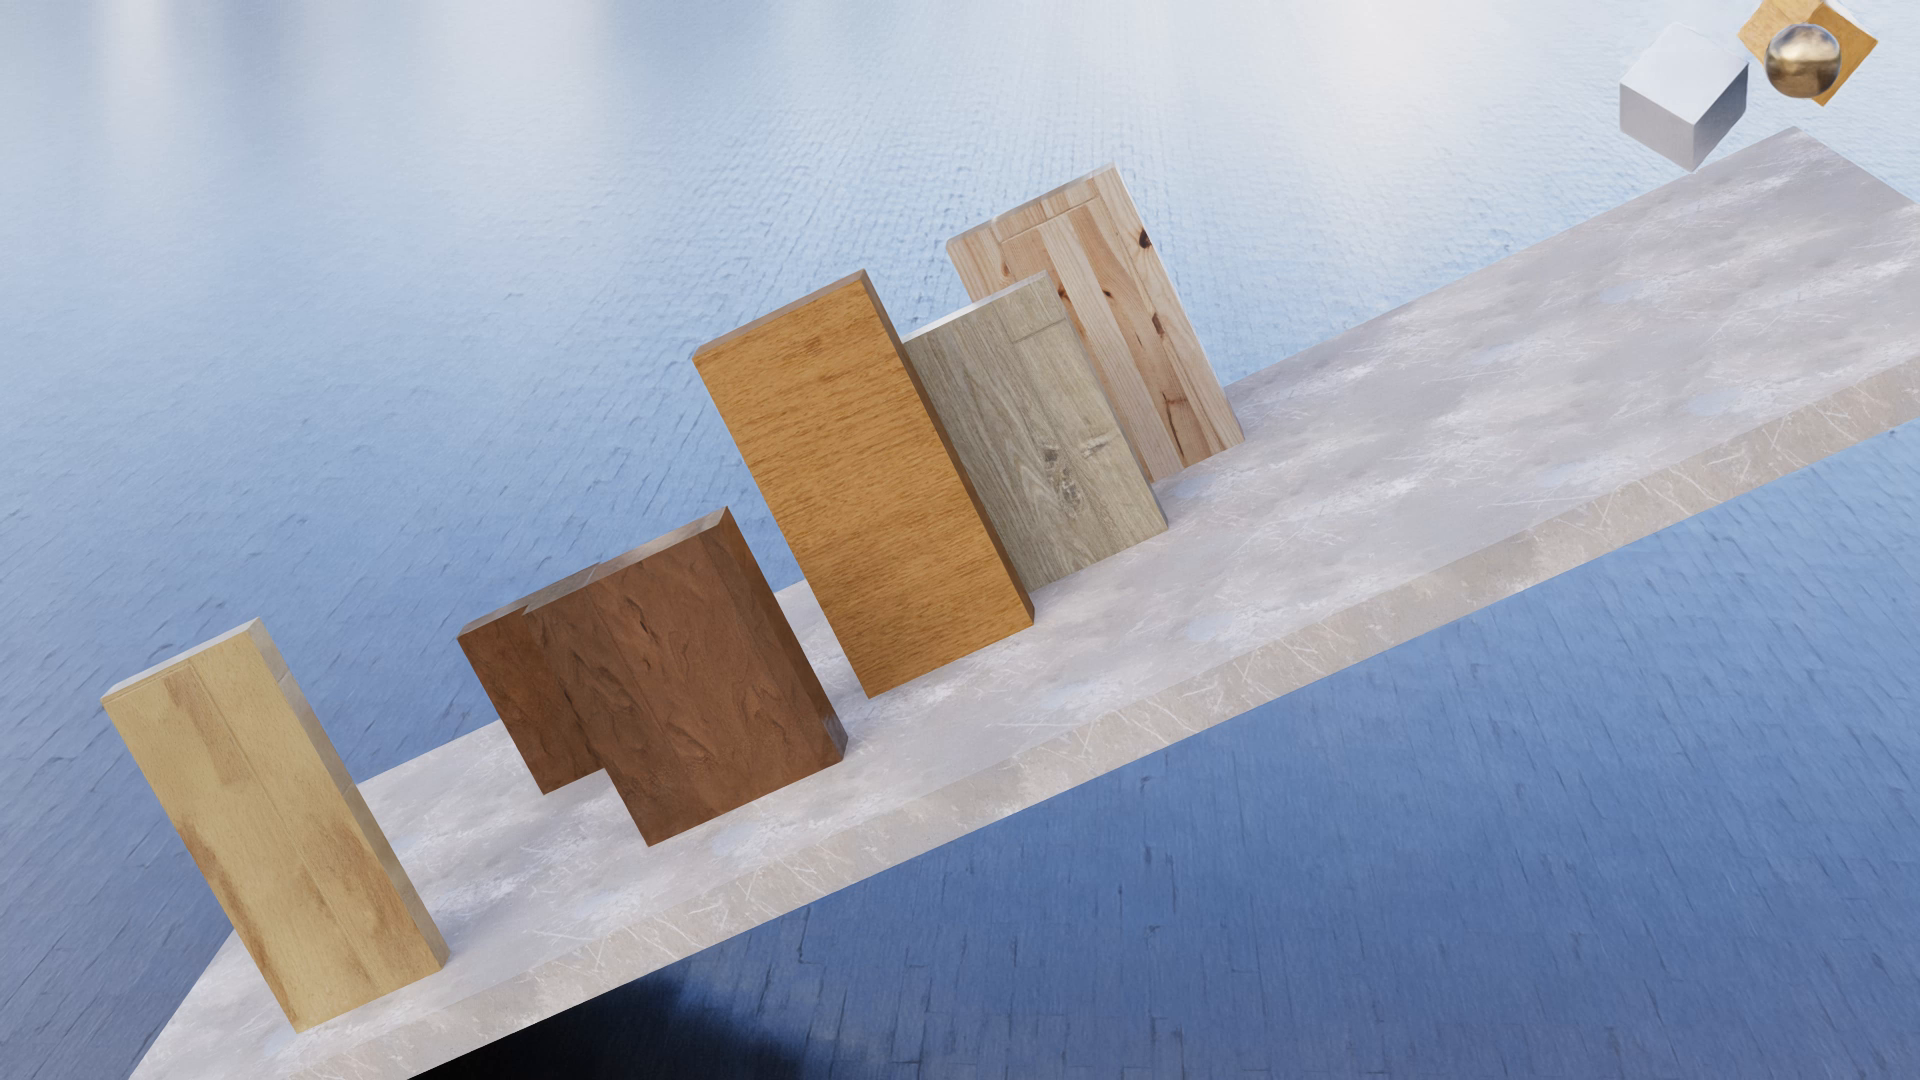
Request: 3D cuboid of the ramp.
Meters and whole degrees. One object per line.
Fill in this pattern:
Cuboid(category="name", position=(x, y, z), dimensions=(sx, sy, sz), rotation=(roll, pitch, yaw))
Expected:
Cuboid(category="ramp", position=(0.137, 0.168, 6.281), dimensions=(4.000, 0.100, 2.000), rotation=(-25, 13, 9))

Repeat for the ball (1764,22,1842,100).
Cuboid(category="ball", position=(1.616, -0.918, 5.639), dimensions=(0.145, 0.145, 0.145), rotation=(0, 16, 0))

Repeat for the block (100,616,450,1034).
Cuboid(category="block", position=(-1.322, 0.559, 5.703), dimensions=(0.328, 0.768, 0.084), rotation=(-25, 13, 9))

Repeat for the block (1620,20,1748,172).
Cuboid(category="block", position=(1.514, -0.928, 6.157), dimensions=(0.186, 0.186, 0.186), rotation=(37, 78, 25))

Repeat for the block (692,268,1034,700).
Cuboid(category="block", position=(-0.191, -0.110, 6.010), dimensions=(0.378, 0.797, 0.115), rotation=(-25, 13, 9))

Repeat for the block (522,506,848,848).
Cuboid(category="block", position=(-0.538, 0.271, 5.804), dimensions=(0.432, 0.533, 0.137), rotation=(-25, 13, 9))

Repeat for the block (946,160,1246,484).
Cuboid(category="block", position=(0.305, -0.447, 6.581), dimensions=(0.414, 0.683, 0.094), rotation=(-25, 13, 9))

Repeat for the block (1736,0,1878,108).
Cuboid(category="block", position=(1.709, -1.013, 5.938), dimensions=(0.165, 0.165, 0.165), rotation=(26, 25, -24))

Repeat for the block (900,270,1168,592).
Cuboid(category="block", position=(0.116, -0.205, 6.207), dimensions=(0.432, 0.602, 0.081), rotation=(-25, 13, 9))

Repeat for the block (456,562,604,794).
Cuboid(category="block", position=(-0.865, 0.309, 6.554), dimensions=(0.344, 0.409, 0.100), rotation=(-25, 13, 9))
